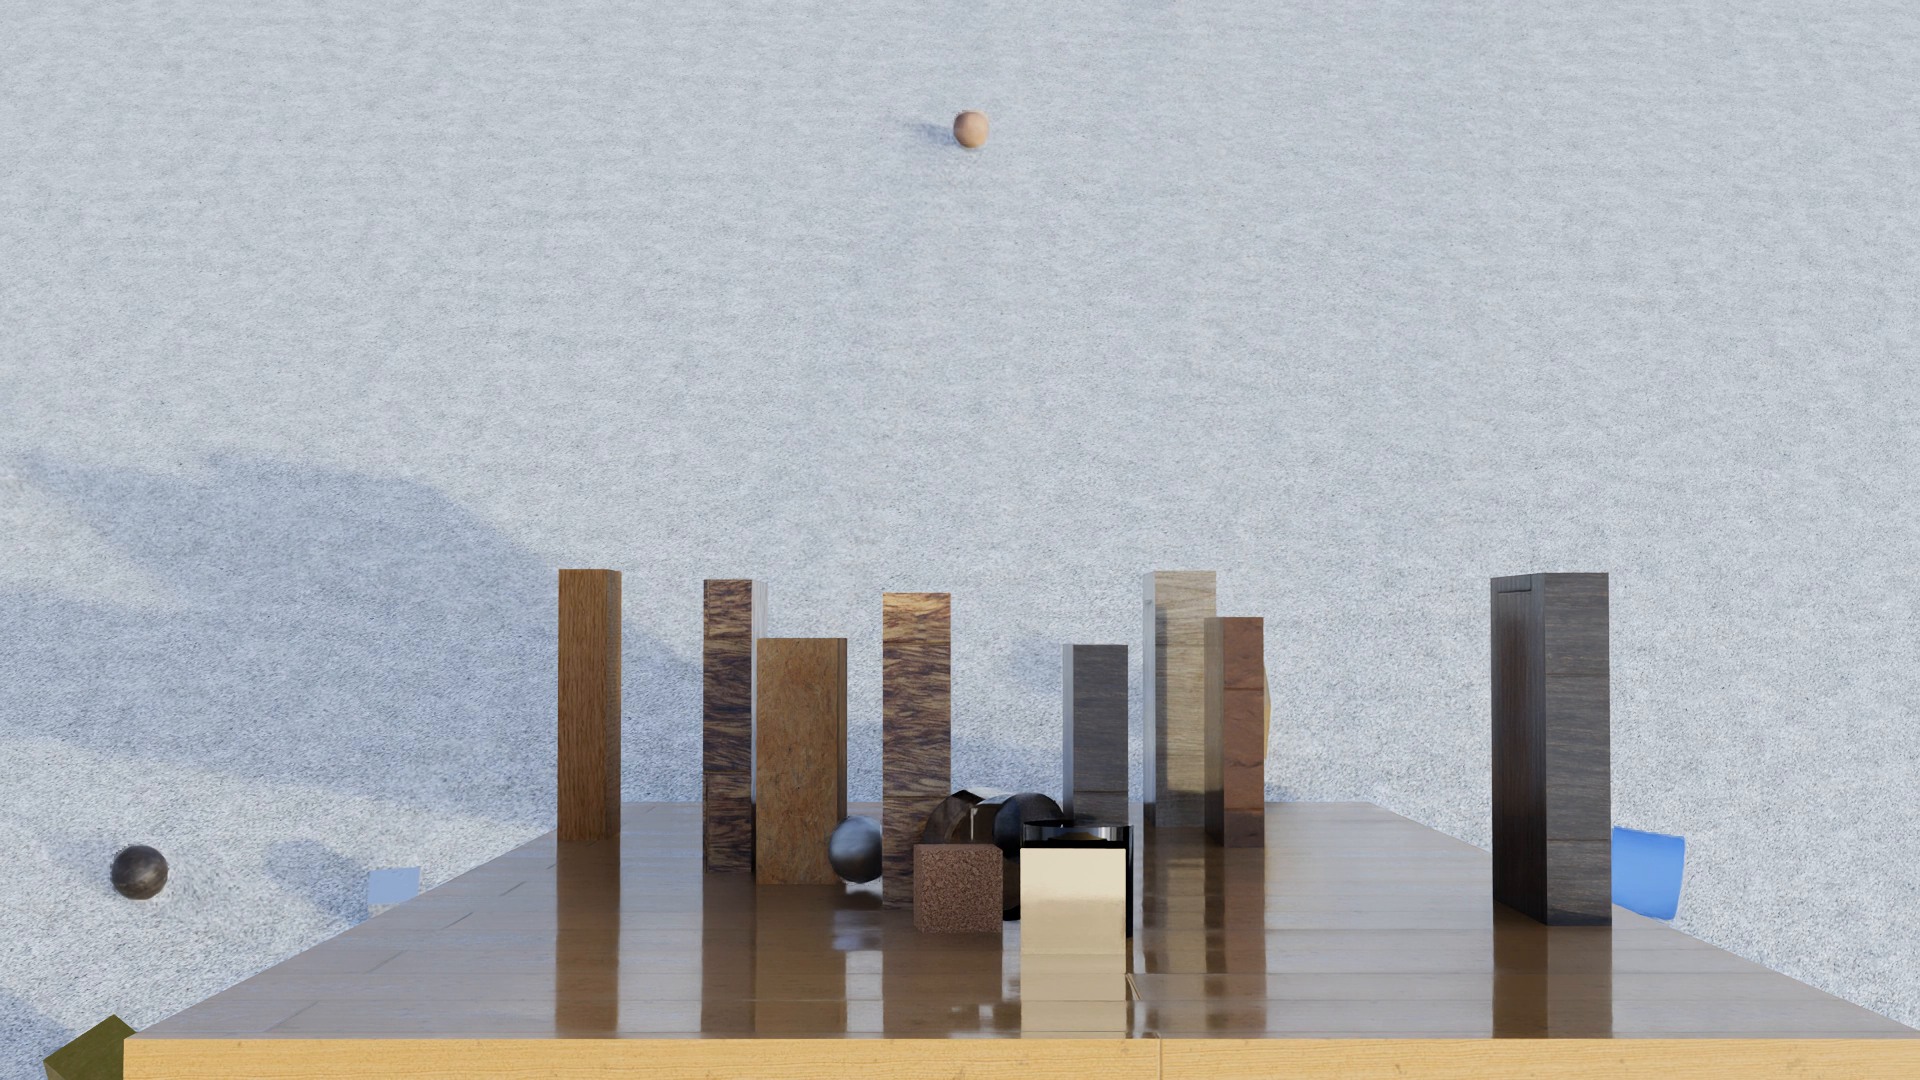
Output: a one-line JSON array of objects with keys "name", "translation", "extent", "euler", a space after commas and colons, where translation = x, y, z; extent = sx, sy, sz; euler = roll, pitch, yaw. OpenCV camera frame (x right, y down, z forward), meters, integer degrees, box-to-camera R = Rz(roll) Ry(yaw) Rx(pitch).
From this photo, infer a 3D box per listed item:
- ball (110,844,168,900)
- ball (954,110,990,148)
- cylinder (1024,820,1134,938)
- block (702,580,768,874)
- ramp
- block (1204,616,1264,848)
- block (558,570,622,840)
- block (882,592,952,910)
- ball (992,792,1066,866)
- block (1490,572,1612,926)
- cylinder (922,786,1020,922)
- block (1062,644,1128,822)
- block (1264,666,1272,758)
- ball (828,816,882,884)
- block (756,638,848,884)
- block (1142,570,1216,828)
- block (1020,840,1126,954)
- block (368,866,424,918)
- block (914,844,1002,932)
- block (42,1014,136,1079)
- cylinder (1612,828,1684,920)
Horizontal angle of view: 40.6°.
[{"name": "ball", "translation": [-2.099, 0.851, 6.652], "extent": [0.142, 0.142, 0.142], "euler": [0, 36, 0]}, {"name": "ball", "translation": [0.044, -1.590, 10.062], "extent": [0.142, 0.142, 0.142], "euler": [0, 36, 0]}, {"name": "cylinder", "translation": [0.175, 0.502, 3.850], "extent": [0.164, 0.164, 0.164], "euler": [0, -2, 0]}, {"name": "block", "translation": [-0.434, 0.353, 5.042], "extent": [0.090, 0.546, 0.404], "euler": [0, -2, 0]}, {"name": "ramp", "translation": [0.078, 0.670, 4.860], "extent": [2.000, 0.100, 4.000], "euler": [0, -2, 0]}, {"name": "block", "translation": [0.591, 0.407, 5.627], "extent": [0.084, 0.479, 0.433], "euler": [0, -2, 0]}, {"name": "block", "translation": [-0.815, 0.359, 5.724], "extent": [0.105, 0.584, 0.240], "euler": [0, -2, 0]}, {"name": "block", "translation": [-0.070, 0.347, 4.384], "extent": [0.110, 0.512, 0.351], "euler": [0, -2, 0]}, {"name": "ball", "translation": [0.106, 0.442, 3.972], "extent": [0.115, 0.115, 0.115], "euler": [0, 36, 0]}, {"name": "block", "translation": [0.944, 0.326, 4.173], "extent": [0.099, 0.539, 0.408], "euler": [0, -2, 0]}, {"name": "cylinder", "translation": [0.055, 0.495, 4.118], "extent": [0.196, 0.196, 0.196], "euler": [-9, 0, -13]}, {"name": "block", "translation": [0.213, 0.380, 4.142], "extent": [0.083, 0.429, 0.410], "euler": [0, -2, 0]}, {"name": "block", "translation": [0.746, 0.469, 7.146], "extent": [0.189, 0.189, 0.189], "euler": [0, 36, 0]}, {"name": "ball", "translation": [-0.176, 0.546, 4.583], "extent": [0.117, 0.117, 0.117], "euler": [0, 36, 0]}, {"name": "block", "translation": [-0.291, 0.401, 4.832], "extent": [0.144, 0.437, 0.409], "euler": [0, -2, 0]}, {"name": "block", "translation": [0.519, 0.372, 6.177], "extent": [0.141, 0.589, 0.411], "euler": [0, -2, 0]}, {"name": "block", "translation": [0.160, 0.506, 3.695], "extent": [0.146, 0.146, 0.146], "euler": [0, -2, 2]}, {"name": "block", "translation": [-1.424, 0.919, 6.571], "extent": [0.124, 0.124, 0.124], "euler": [-4, 36, -5]}, {"name": "block", "translation": [-0.004, 0.527, 3.940], "extent": [0.122, 0.122, 0.122], "euler": [0, -2, -7]}, {"name": "block", "translation": [-1.970, 1.266, 6.028], "extent": [0.192, 0.192, 0.192], "euler": [27, 43, 32]}, {"name": "cylinder", "translation": [1.718, 0.846, 6.601], "extent": [0.208, 0.208, 0.208], "euler": [8, 36, 11]}]
